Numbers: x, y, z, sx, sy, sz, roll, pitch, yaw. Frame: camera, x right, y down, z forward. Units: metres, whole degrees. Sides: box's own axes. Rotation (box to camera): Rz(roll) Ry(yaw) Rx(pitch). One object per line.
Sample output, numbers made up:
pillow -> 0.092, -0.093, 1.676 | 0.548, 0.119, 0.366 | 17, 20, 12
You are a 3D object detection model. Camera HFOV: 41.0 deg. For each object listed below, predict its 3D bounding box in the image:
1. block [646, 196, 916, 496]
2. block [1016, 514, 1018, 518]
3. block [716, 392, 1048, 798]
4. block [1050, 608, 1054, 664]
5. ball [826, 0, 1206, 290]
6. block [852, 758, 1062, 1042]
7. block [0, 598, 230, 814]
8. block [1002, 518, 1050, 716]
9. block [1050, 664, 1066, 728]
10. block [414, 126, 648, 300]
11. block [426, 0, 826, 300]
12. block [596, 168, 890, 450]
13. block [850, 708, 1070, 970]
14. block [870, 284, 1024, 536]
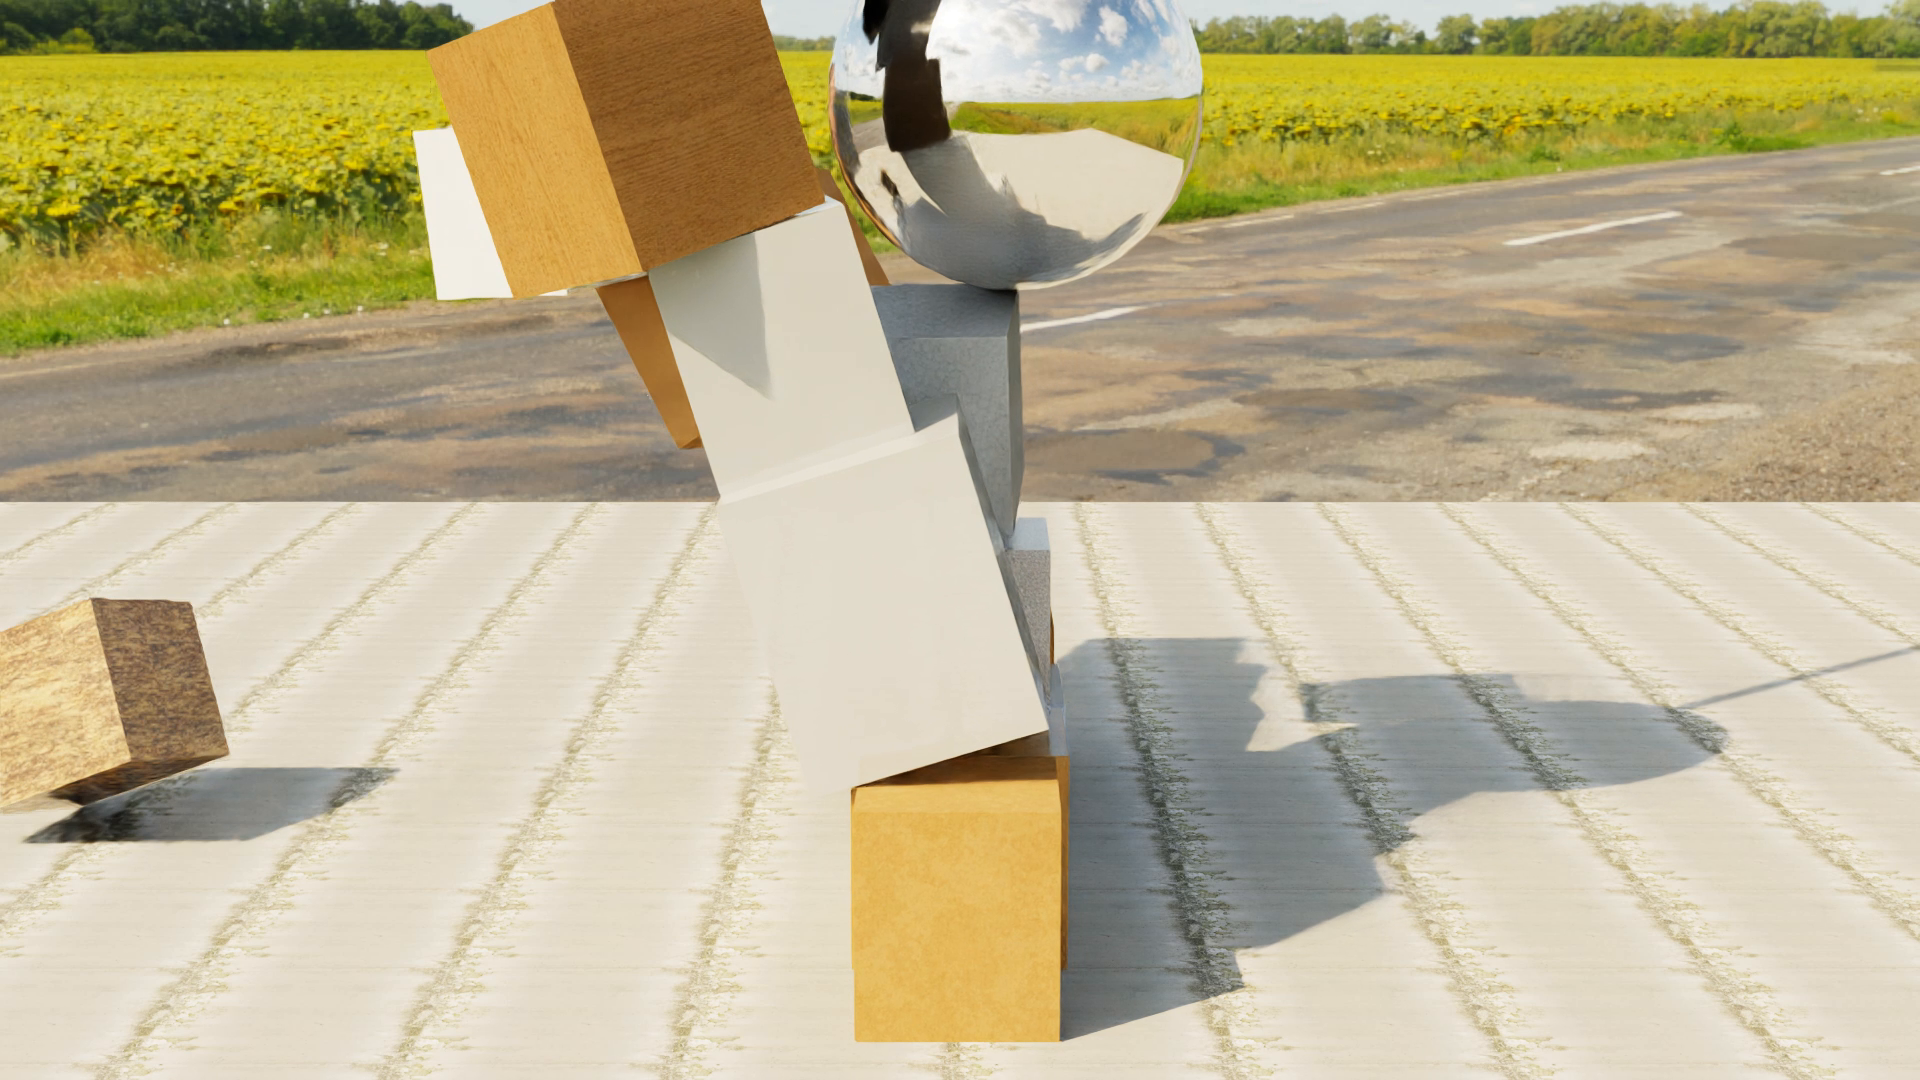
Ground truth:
block -> -0.712, -0.770, 9.915 | 0.765, 0.894, 0.824 | -18, 11, -4
block -> -0.110, 0.023, 11.748 | 0.748, 0.749, 0.748 | -2, 15, 1
block -> -0.284, 0.184, 9.979 | 0.924, 1.163, 1.061 | -17, 11, 3
block -> 0.016, 0.769, 13.011 | 0.891, 0.831, 0.795 | 0, 10, 0
ball -> 0.235, -1.856, 10.843 | 1.600, 1.600, 1.600 | 0, 10, 0
block -> -0.007, 1.346, 9.722 | 0.753, 0.874, 0.764 | 0, 10, 1
block -> -4.093, 0.777, 12.024 | 0.860, 0.768, 0.768 | -19, -8, 16
block -> -0.021, 0.316, 10.973 | 0.793, 0.701, 0.810 | 0, 10, 0
block -> 0.000, 1.064, 11.272 | 0.889, 0.873, 0.823 | 0, 10, 0
block -> -1.892, -1.580, 11.926 | 0.773, 0.771, 0.892 | 1, 14, 31
block -> -1.257, -1.553, 9.645 | 0.868, 0.985, 0.938 | -27, 14, -36
block -> -1.010, -1.155, 12.677 | 0.974, 1.034, 0.960 | -33, -11, 25
block -> 0.000, 1.206, 10.483 | 0.855, 0.877, 0.773 | 0, 10, 0
block -> -0.217, -0.565, 10.932 | 0.914, 0.852, 0.898 | -1, 20, 5
